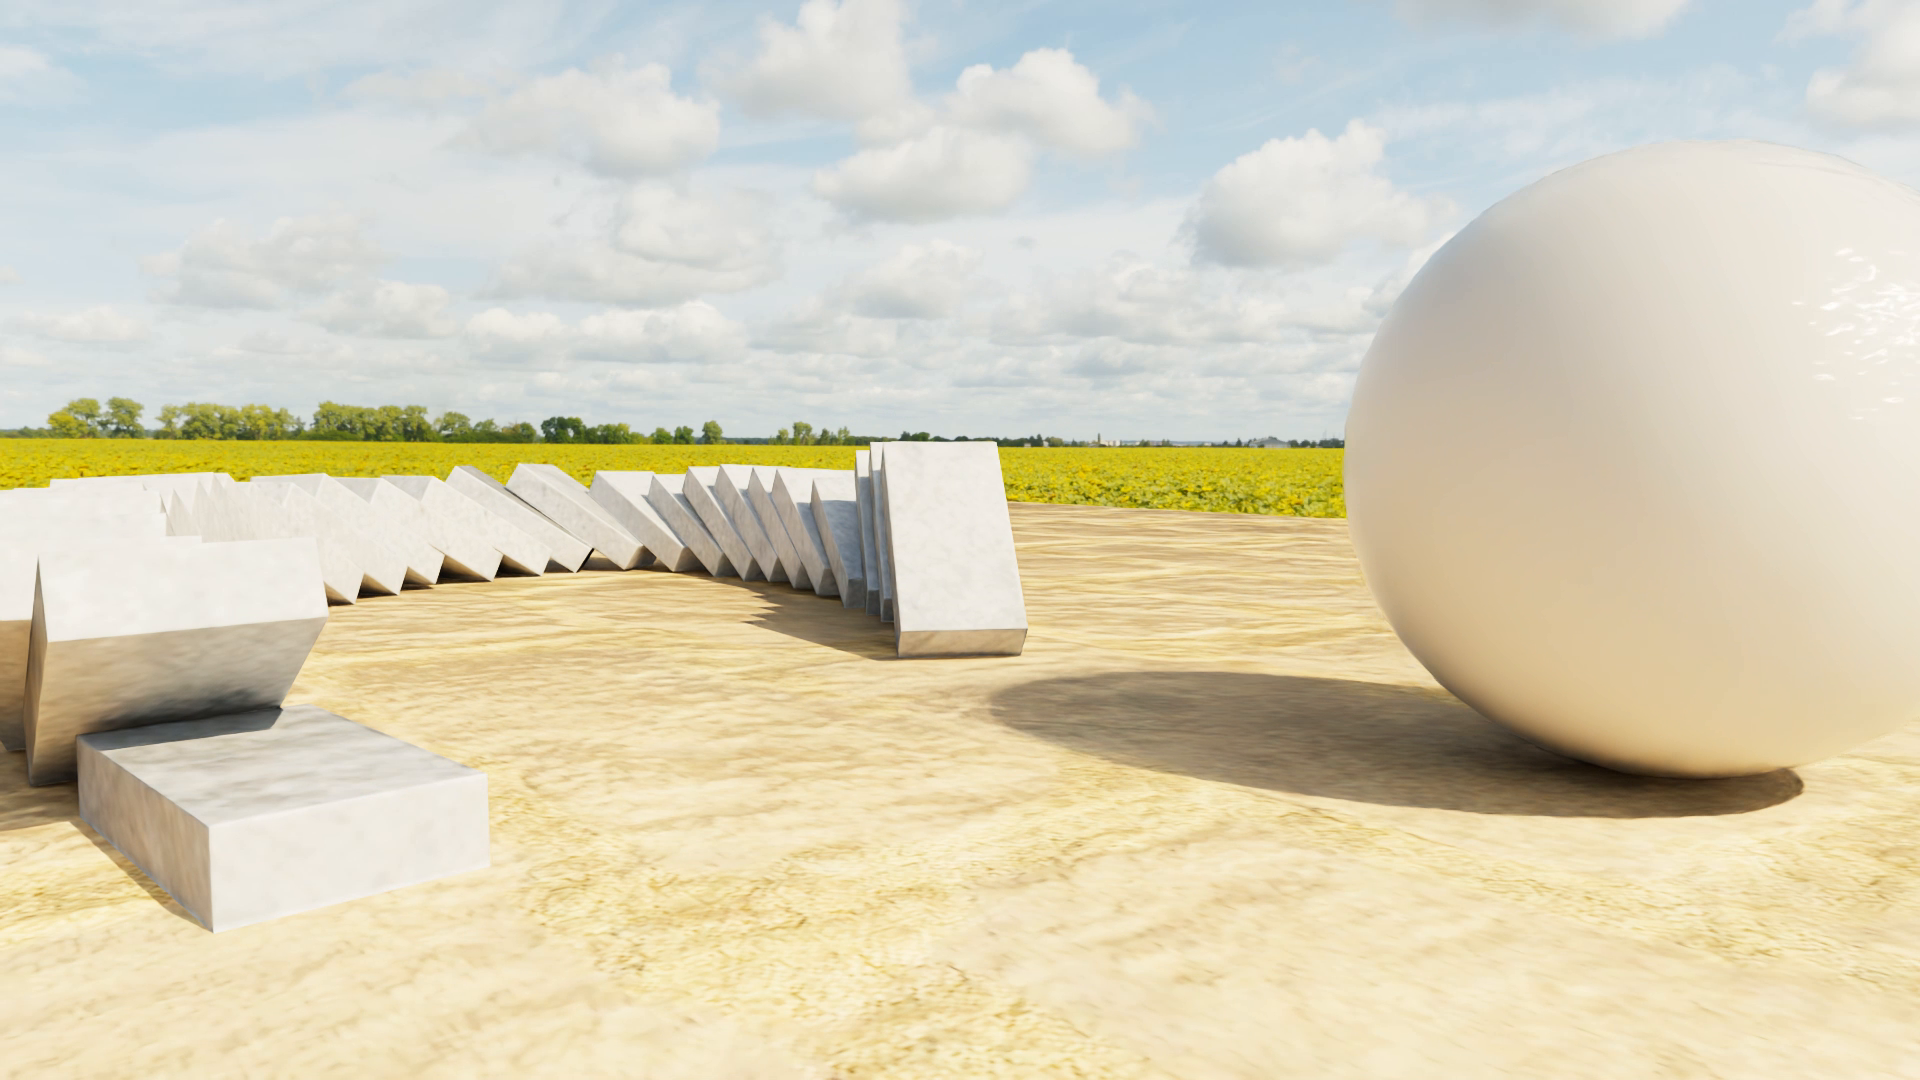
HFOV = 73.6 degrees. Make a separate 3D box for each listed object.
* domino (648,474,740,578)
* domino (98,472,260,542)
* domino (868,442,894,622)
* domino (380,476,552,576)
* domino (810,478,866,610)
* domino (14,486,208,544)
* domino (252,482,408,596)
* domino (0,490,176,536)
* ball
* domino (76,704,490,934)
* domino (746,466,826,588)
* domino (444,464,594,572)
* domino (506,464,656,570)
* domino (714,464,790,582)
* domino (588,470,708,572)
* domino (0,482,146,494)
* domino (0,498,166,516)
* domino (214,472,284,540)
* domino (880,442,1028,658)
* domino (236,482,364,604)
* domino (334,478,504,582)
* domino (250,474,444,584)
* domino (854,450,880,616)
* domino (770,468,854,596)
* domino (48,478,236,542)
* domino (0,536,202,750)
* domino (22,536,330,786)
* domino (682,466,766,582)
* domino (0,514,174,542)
[{"bbox_3d":[-0.082,-0.006,0.431,0.025,0.009,0.050,-4,34,-41],"label":"domino"},{"bbox_3d":[-0.168,0.003,0.280,0.025,0.009,0.050,-3,-29,-10],"label":"domino"},{"bbox_3d":[-0.009,-0.003,0.320,0.025,0.050,0.009,-1,-39,-9],"label":"domino"},{"bbox_3d":[-0.155,-0.004,0.401,0.025,0.009,0.050,2,-25,31],"label":"domino"},{"bbox_3d":[-0.024,0.000,0.352,0.025,0.010,0.050,-1,34,-18],"label":"domino"},{"bbox_3d":[-0.159,0.007,0.248,0.025,0.009,0.050,-1,-28,-14],"label":"domino"},{"bbox_3d":[-0.174,0.000,0.343,0.025,0.009,0.050,1,-25,13],"label":"domino"},{"bbox_3d":[-0.143,0.009,0.213,0.025,0.009,0.050,-3,-28,-23],"label":"domino"},{"bbox_3d":[0.091,-0.010,0.165,0.080,0.080,0.080,0,4,0],"label":"ball"},{"bbox_3d":[-0.074,0.028,0.138,0.050,0.009,0.025,4,6,44],"label":"domino"},{"bbox_3d":[-0.045,-0.004,0.389,0.025,0.010,0.050,1,35,-29],"label":"domino"},{"bbox_3d":[-0.147,-0.007,0.431,0.050,0.010,0.025,33,-2,-11],"label":"domino"},{"bbox_3d":[-0.128,-0.009,0.441,0.050,0.010,0.025,34,6,6],"label":"domino"},{"bbox_3d":[-0.057,-0.006,0.405,0.025,0.009,0.050,0,36,-35],"label":"domino"},{"bbox_3d":[-0.103,-0.007,0.442,0.050,0.009,0.025,37,22,29],"label":"domino"},{"bbox_3d":[-0.152,0.007,0.228,0.025,0.009,0.050,-5,-27,-18],"label":"domino"},{"bbox_3d":[-0.134,0.010,0.198,0.025,0.009,0.050,-2,-28,-24],"label":"domino"},{"bbox_3d":[-0.173,0.002,0.298,0.025,0.009,0.050,-2,-29,-3],"label":"domino"},{"bbox_3d":[-0.002,0.001,0.268,0.025,0.050,0.009,-1,-39,-9],"label":"domino"},{"bbox_3d":[-0.176,0.002,0.322,0.025,0.009,0.050,1,-26,8],"label":"domino"},{"bbox_3d":[-0.164,-0.003,0.383,0.025,0.010,0.050,2,-25,27],"label":"domino"},{"bbox_3d":[-0.172,-0.002,0.361,0.025,0.009,0.050,-1,-27,18],"label":"domino"},{"bbox_3d":[-0.013,-0.003,0.334,0.025,0.010,0.050,-1,47,-9],"label":"domino"},{"bbox_3d":[-0.036,-0.003,0.373,0.025,0.010,0.050,0,35,-27],"label":"domino"},{"bbox_3d":[-0.163,0.005,0.264,0.025,0.009,0.050,-2,-29,-13],"label":"domino"},{"bbox_3d":[-0.112,0.014,0.166,0.025,0.009,0.050,-2,-23,-30],"label":"domino"},{"bbox_3d":[-0.093,0.015,0.151,0.025,0.010,0.050,-5,-22,-39],"label":"domino"},{"bbox_3d":[-0.068,-0.006,0.417,0.025,0.009,0.050,-3,37,-38],"label":"domino"},{"bbox_3d":[-0.124,0.012,0.183,0.025,0.009,0.050,-2,-25,-24],"label":"domino"}]
